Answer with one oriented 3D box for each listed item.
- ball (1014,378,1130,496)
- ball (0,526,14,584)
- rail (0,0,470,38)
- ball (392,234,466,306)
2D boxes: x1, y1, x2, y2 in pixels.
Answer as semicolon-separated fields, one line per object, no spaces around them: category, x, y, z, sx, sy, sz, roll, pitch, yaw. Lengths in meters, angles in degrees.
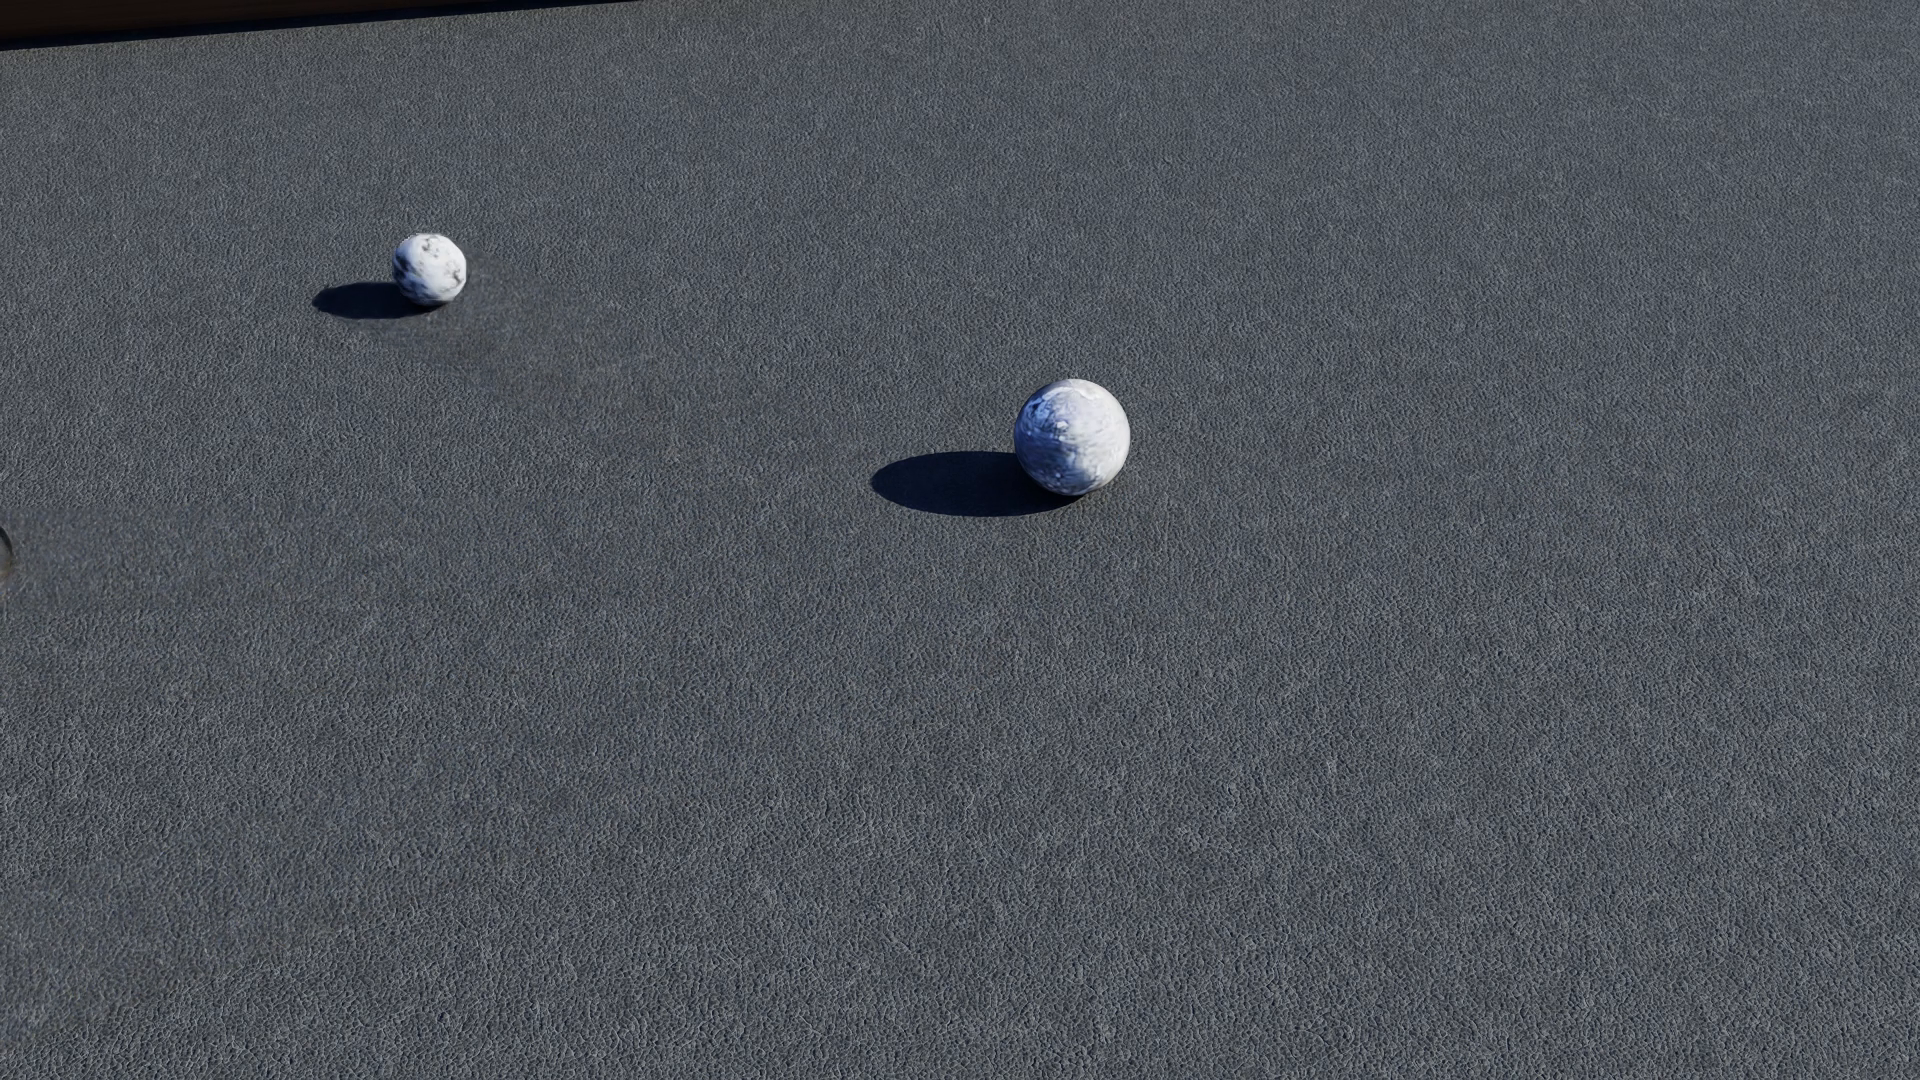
ball;0.072;-0.066;1.647;0.075;0.075;0.075;0;36;0
ball;-0.605;0.009;1.564;0.053;0.053;0.053;0;36;0
rail;0.615;-0.627;2.376;3.176;0.115;0.045;-6;37;-9
ball;-0.380;-0.194;1.841;0.052;0.052;0.052;0;36;0
